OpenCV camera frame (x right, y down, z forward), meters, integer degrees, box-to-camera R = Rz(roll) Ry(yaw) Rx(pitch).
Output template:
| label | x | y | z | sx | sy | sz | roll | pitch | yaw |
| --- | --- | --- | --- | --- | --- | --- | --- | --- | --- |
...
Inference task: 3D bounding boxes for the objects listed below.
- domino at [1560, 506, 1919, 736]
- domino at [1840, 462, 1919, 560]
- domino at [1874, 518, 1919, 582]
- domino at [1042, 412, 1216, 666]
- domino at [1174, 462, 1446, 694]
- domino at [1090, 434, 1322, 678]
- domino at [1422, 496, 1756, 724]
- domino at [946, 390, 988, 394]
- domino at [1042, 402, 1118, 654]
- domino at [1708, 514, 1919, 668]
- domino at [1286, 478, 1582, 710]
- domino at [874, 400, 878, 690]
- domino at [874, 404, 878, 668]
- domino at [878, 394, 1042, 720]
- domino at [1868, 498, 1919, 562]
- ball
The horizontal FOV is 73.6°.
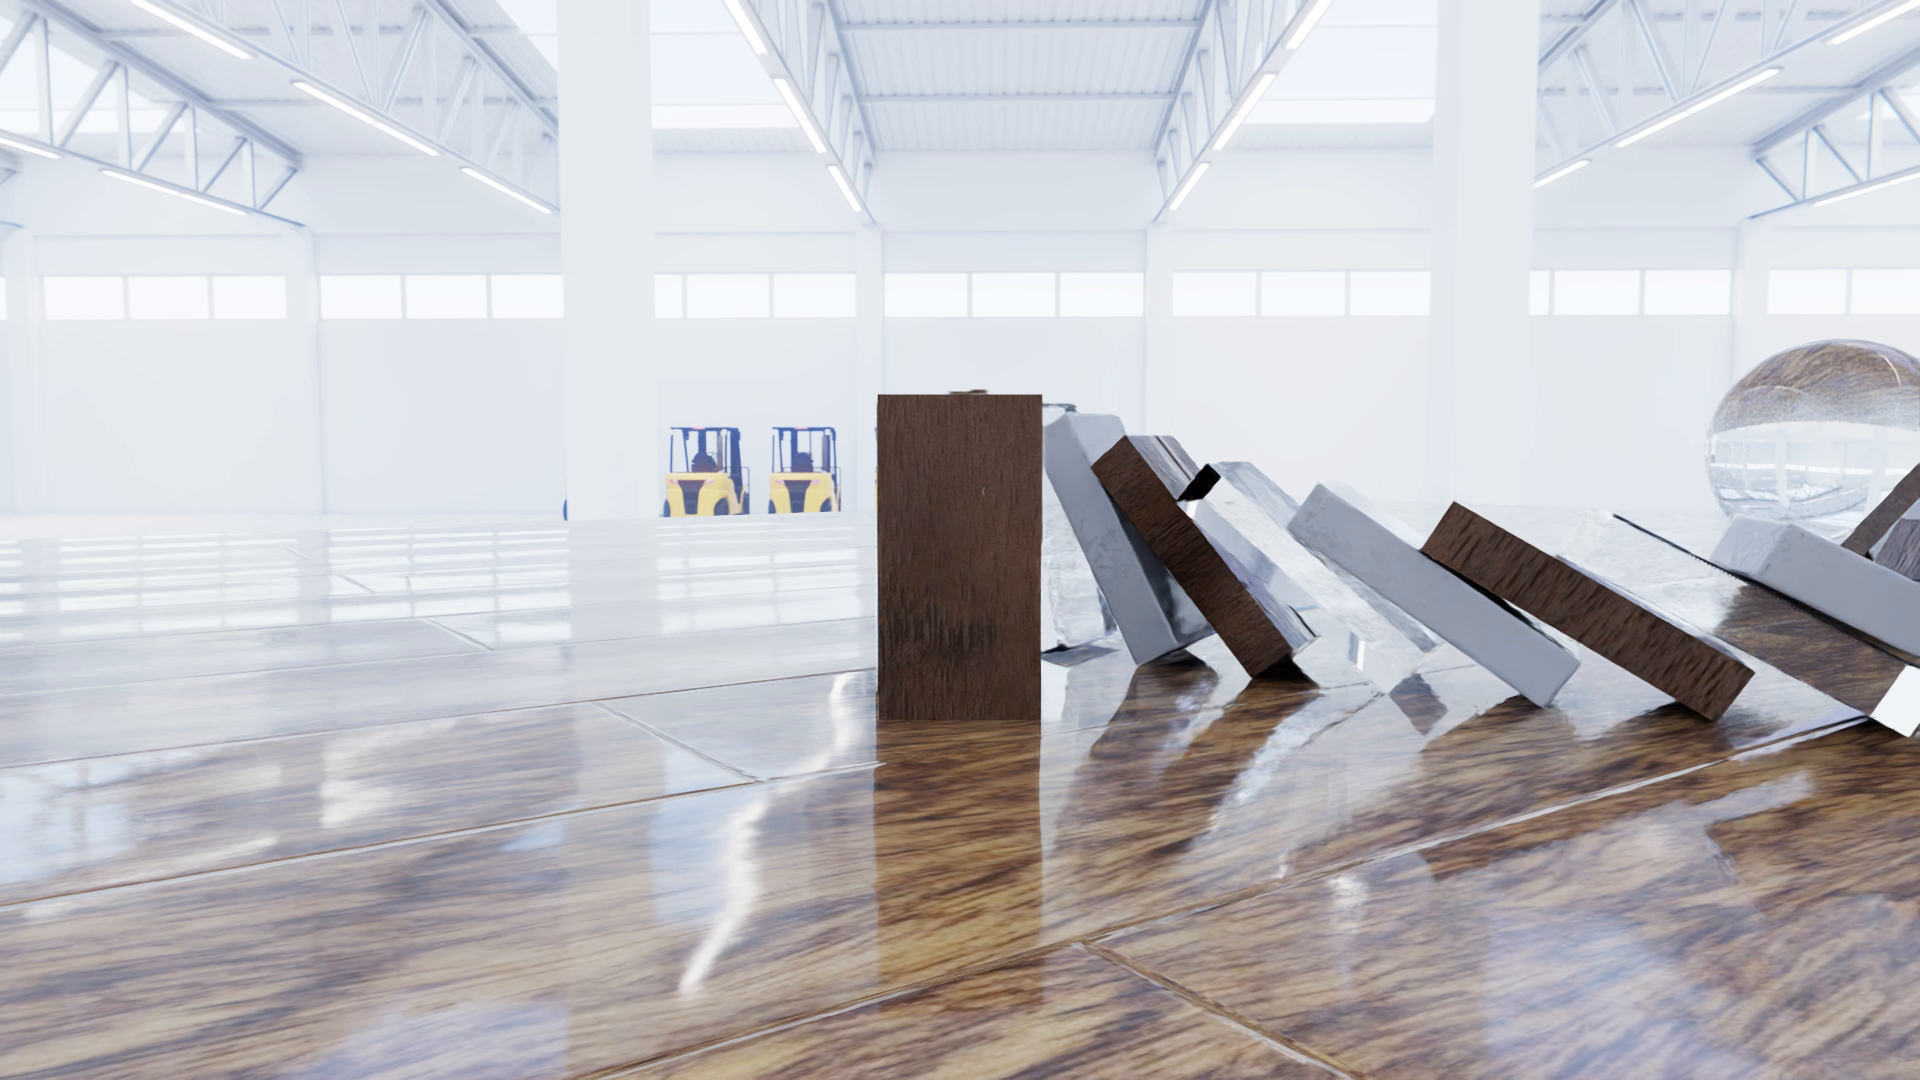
| label | x | y | z | sx | sy | sz | roll | pitch | yaw |
| --- | --- | --- | --- | --- | --- | --- | --- | --- | --- |
| domino | 0.123 | 0.011 | 0.203 | 0.050 | 0.009 | 0.025 | 30 | 13 | 14 |
| domino | 0.311 | -0.008 | 0.413 | 0.025 | 0.010 | 0.050 | 0 | -35 | 2 |
| domino | 0.166 | 0.013 | 0.187 | 0.050 | 0.009 | 0.025 | 27 | 7 | 3 |
| domino | 0.034 | -0.001 | 0.258 | 0.009 | 0.050 | 0.025 | -30 | -11 | 29 |
| domino | 0.065 | 0.005 | 0.236 | 0.050 | 0.009 | 0.025 | 45 | 24 | 20 |
| domino | 0.048 | 0.002 | 0.248 | 0.009 | 0.050 | 0.025 | -43 | -17 | 26 |
| domino | 0.102 | 0.010 | 0.213 | 0.050 | 0.010 | 0.025 | 33 | 15 | 17 |
| domino | -0.001 | -0.005 | 0.270 | 0.009 | 0.050 | 0.025 | -9 | 0 | -31 |
| domino | 0.019 | -0.003 | 0.266 | 0.009 | 0.050 | 0.025 | -11 | -2 | 30 |
| domino | 0.144 | 0.012 | 0.195 | 0.050 | 0.009 | 0.025 | 29 | 11 | 12 |
| domino | 0.082 | 0.008 | 0.223 | 0.050 | 0.009 | 0.025 | 38 | 18 | 17 |
| domino | -0.002 | 0.001 | 0.224 | 0.025 | 0.050 | 0.009 | 0 | 4 | -6 |
| domino | -0.004 | -0.001 | 0.247 | 0.025 | 0.050 | 0.009 | 0 | 4 | 1 |
| domino | 0.000 | 0.002 | 0.201 | 0.025 | 0.050 | 0.009 | 0 | 4 | 0 |
| domino | 0.310 | -0.007 | 0.398 | 0.025 | 0.009 | 0.050 | 0 | -35 | 2 |
| ball | 0.314 | -0.032 | 0.461 | 0.080 | 0.080 | 0.080 | 0 | 4 | 0 |
